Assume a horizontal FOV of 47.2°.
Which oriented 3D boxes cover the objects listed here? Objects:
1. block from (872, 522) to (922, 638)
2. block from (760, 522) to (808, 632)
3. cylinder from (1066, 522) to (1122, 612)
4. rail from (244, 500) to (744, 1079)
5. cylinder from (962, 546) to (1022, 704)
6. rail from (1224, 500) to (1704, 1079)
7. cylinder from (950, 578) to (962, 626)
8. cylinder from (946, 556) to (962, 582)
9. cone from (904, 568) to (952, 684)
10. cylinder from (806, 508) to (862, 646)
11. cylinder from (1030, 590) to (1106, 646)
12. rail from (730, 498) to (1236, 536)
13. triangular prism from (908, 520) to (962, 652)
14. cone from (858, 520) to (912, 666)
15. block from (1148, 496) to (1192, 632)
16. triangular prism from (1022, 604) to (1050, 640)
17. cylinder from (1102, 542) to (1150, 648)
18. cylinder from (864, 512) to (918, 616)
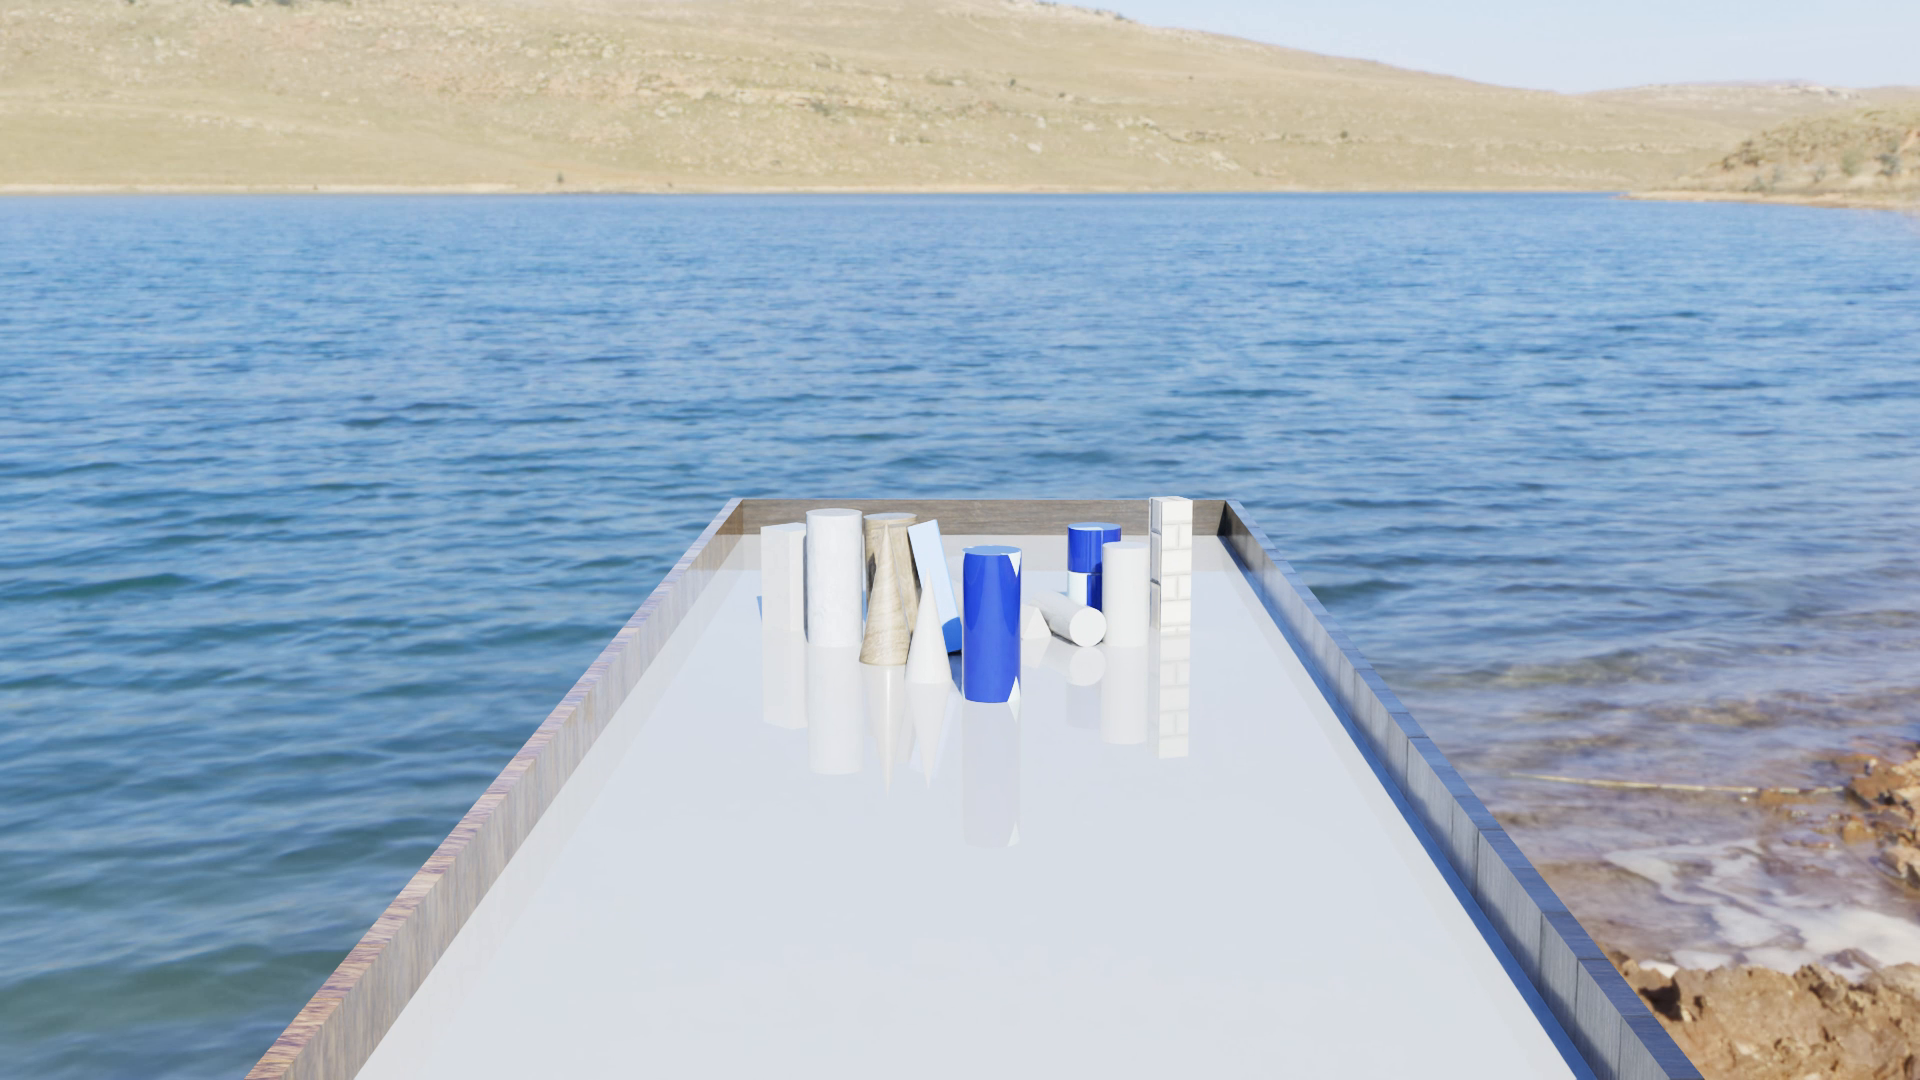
[{"bbox_3d":[-0.181,0.136,6.936,0.116,0.368,0.116,-5,7,19],"label":"block"},{"bbox_3d":[-0.546,0.120,7.210,0.149,0.327,0.149,-8,12,-42],"label":"block"},{"bbox_3d":[0.439,0.118,7.213,0.176,0.329,0.176,0,9,0],"label":"cylinder"},{"bbox_3d":[-1.004,0.839,3.234,0.050,0.150,12.000,0,9,1],"label":"rail"},{"bbox_3d":[0.089,0.235,6.187,0.167,0.419,0.167,0,9,0],"label":"cylinder"},{"bbox_3d":[1.046,0.843,3.208,0.050,0.150,12.000,0,9,1],"label":"rail"},{"bbox_3d":[0.029,0.235,7.005,0.164,0.164,0.423,-4,10,-23],"label":"cylinder"},{"bbox_3d":[0.033,0.160,7.499,0.155,0.155,0.369,-2,9,-13],"label":"cylinder"},{"bbox_3d":[-0.093,0.237,6.427,0.144,0.340,0.144,0,9,0],"label":"cone"},{"bbox_3d":[-0.396,0.117,6.951,0.177,0.413,0.177,0,9,0],"label":"cylinder"},{"bbox_3d":[0.343,0.248,7.048,0.124,0.124,0.346,-3,10,-19],"label":"cylinder"},{"bbox_3d":[0.099,-0.098,9.147,2.100,0.150,0.050,0,9,1],"label":"rail"},{"bbox_3d":[-0.058,0.147,6.814,0.096,0.406,0.083,-15,-7,18],"label":"triangular prism"},{"bbox_3d":[-0.222,0.149,6.664,0.174,0.440,0.174,0,9,0],"label":"cone"},{"bbox_3d":[0.684,0.077,7.167,0.105,0.425,0.105,-3,10,-19],"label":"block"},{"bbox_3d":[0.149,0.242,7.155,0.112,0.097,0.329,-7,11,-36],"label":"triangular prism"},{"bbox_3d":[0.523,0.170,6.937,0.150,0.312,0.150,0,9,0],"label":"cylinder"},{"bbox_3d":[-0.223,0.101,7.197,0.175,0.361,0.175,-1,8,0],"label":"cylinder"}]
